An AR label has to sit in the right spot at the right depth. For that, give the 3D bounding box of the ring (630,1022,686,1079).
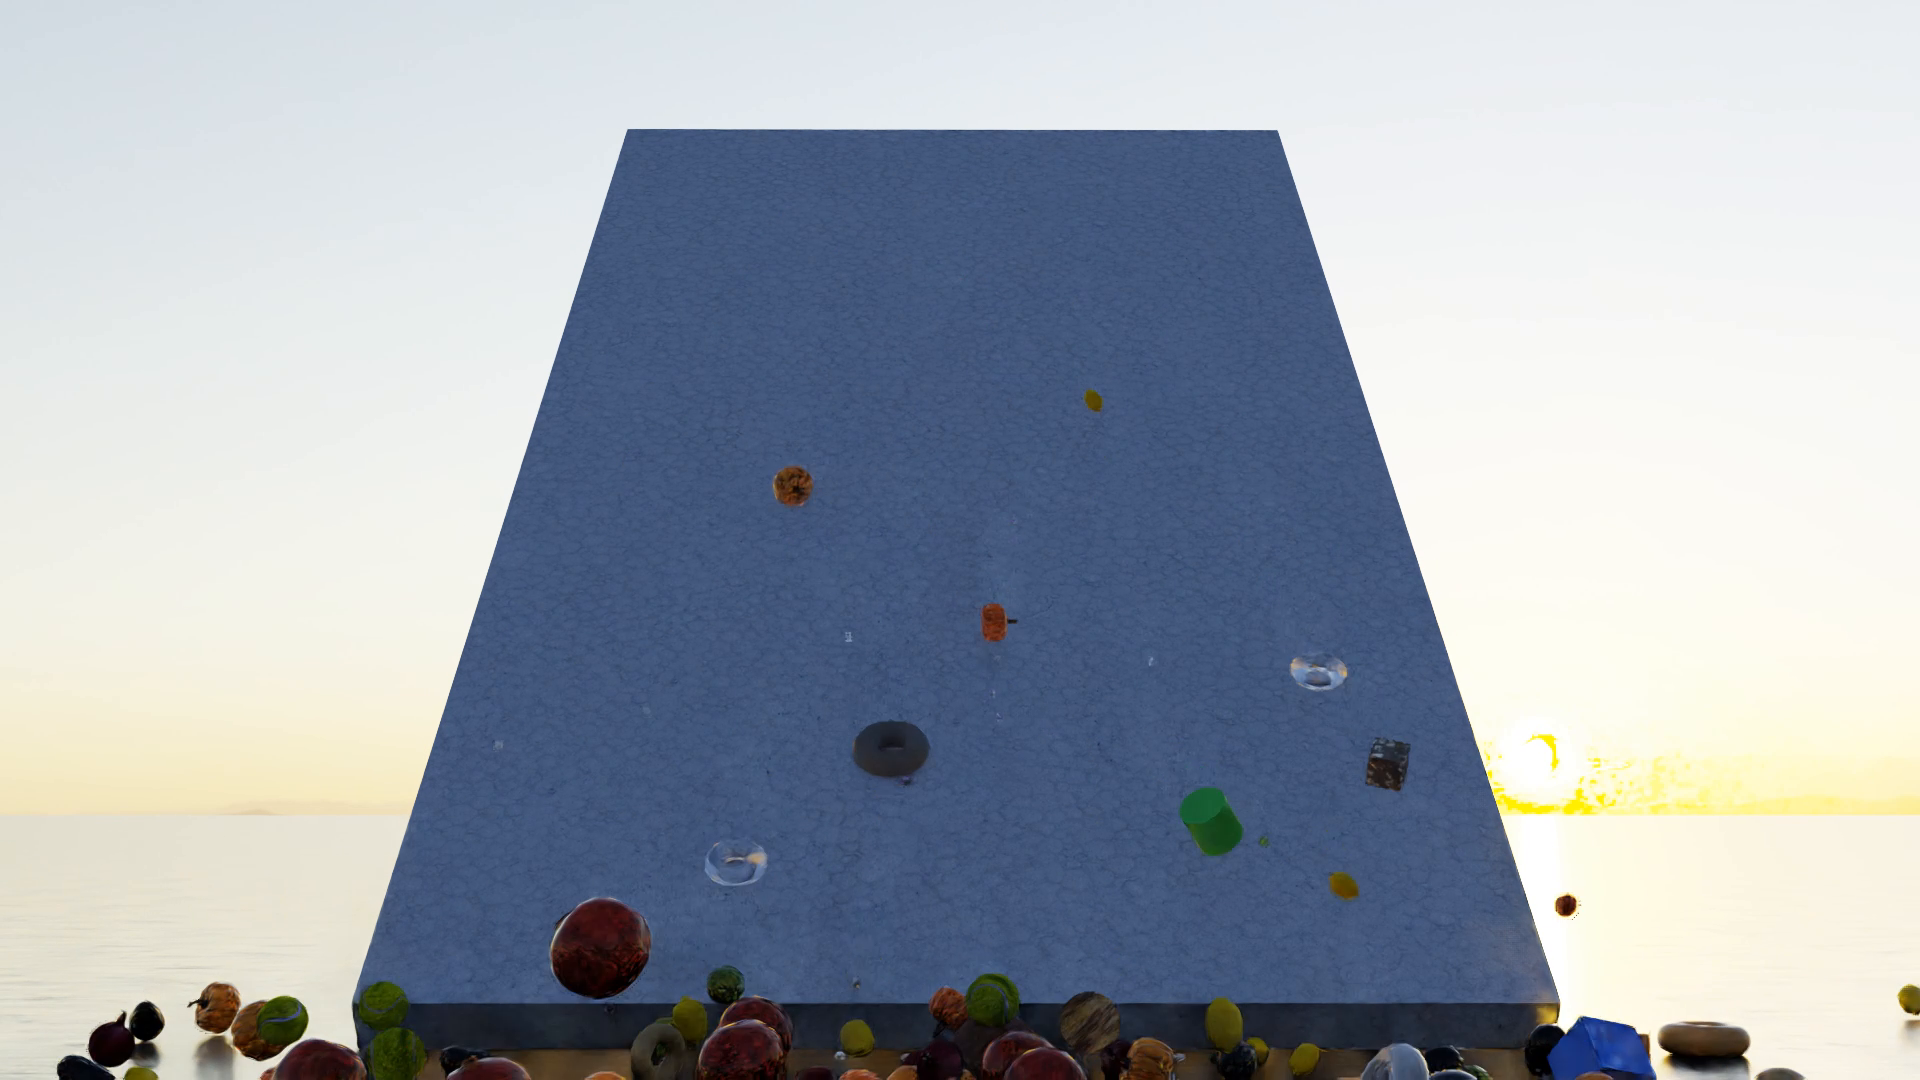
[{"bbox_3d":[-0.423,0.721,3.394,0.090,0.090,0.030,6,-4,-44],"label":"ring"}]

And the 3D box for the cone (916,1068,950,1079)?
[{"bbox_3d":[-0.028,0.717,3.222,0.058,0.058,0.058,2,-43,-16],"label":"cone"}]

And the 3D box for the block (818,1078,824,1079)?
[{"bbox_3d":[-0.148,0.671,2.801,0.082,0.082,0.082,-3,-7,27],"label":"block"}]

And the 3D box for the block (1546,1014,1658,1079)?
[{"bbox_3d":[0.816,0.671,3.084,0.084,0.084,0.084,14,-55,-19],"label":"block"}]

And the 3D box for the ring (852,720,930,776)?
[{"bbox_3d":[-0.130,0.394,4.583,0.146,0.049,0.146,0,32,0],"label":"ring"}]

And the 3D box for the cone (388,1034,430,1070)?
[{"bbox_3d":[-0.831,0.784,3.677,0.056,0.056,0.056,14,-7,-2],"label":"cone"}]

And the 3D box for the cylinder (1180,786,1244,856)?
[{"bbox_3d":[0.444,0.497,4.279,0.086,0.086,0.086,-5,-47,36],"label":"cylinder"}]

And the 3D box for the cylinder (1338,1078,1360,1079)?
[{"bbox_3d":[0.501,0.699,2.986,0.068,0.068,0.068,-3,-7,26],"label":"cylinder"}]

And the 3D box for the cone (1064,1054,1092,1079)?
[{"bbox_3d":[0.168,0.757,3.452,0.055,0.055,0.055,0,-6,0],"label":"cone"}]

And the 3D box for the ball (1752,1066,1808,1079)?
[{"bbox_3d":[1.008,0.689,2.974,0.084,0.084,0.084,0,-6,0],"label":"ball"}]

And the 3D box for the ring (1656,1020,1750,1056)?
[{"bbox_3d":[1.220,0.818,3.974,0.150,0.050,0.150,1,-6,0],"label":"ring"}]

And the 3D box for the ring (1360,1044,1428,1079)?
[{"bbox_3d":[0.495,0.645,2.798,0.044,0.131,0.131,26,-11,-9],"label":"ring"}]

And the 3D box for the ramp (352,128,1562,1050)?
[{"bbox_3d":[-0.014,-0.206,5.750,2.000,0.100,4.000,0,30,0],"label":"ramp"}]

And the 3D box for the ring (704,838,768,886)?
[{"bbox_3d":[-0.397,0.571,4.291,0.112,0.037,0.112,1,31,-1],"label":"ring"}]

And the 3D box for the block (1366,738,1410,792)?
[{"bbox_3d":[0.800,0.419,4.529,0.066,0.066,0.066,11,32,17],"label":"block"}]

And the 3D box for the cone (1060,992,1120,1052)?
[{"bbox_3d":[0.192,0.730,3.637,0.090,0.090,0.090,0,-19,-1],"label":"cone"}]

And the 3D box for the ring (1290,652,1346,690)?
[{"bbox_3d":[0.715,0.261,4.826,0.111,0.037,0.111,1,29,0],"label":"ring"}]

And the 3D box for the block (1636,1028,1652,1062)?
[{"bbox_3d":[0.951,0.747,3.491,0.082,0.082,0.082,-2,-7,18],"label":"block"}]

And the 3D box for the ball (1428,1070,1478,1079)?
[{"bbox_3d":[0.575,0.667,2.826,0.096,0.096,0.096,0,-6,0],"label":"ball"}]
